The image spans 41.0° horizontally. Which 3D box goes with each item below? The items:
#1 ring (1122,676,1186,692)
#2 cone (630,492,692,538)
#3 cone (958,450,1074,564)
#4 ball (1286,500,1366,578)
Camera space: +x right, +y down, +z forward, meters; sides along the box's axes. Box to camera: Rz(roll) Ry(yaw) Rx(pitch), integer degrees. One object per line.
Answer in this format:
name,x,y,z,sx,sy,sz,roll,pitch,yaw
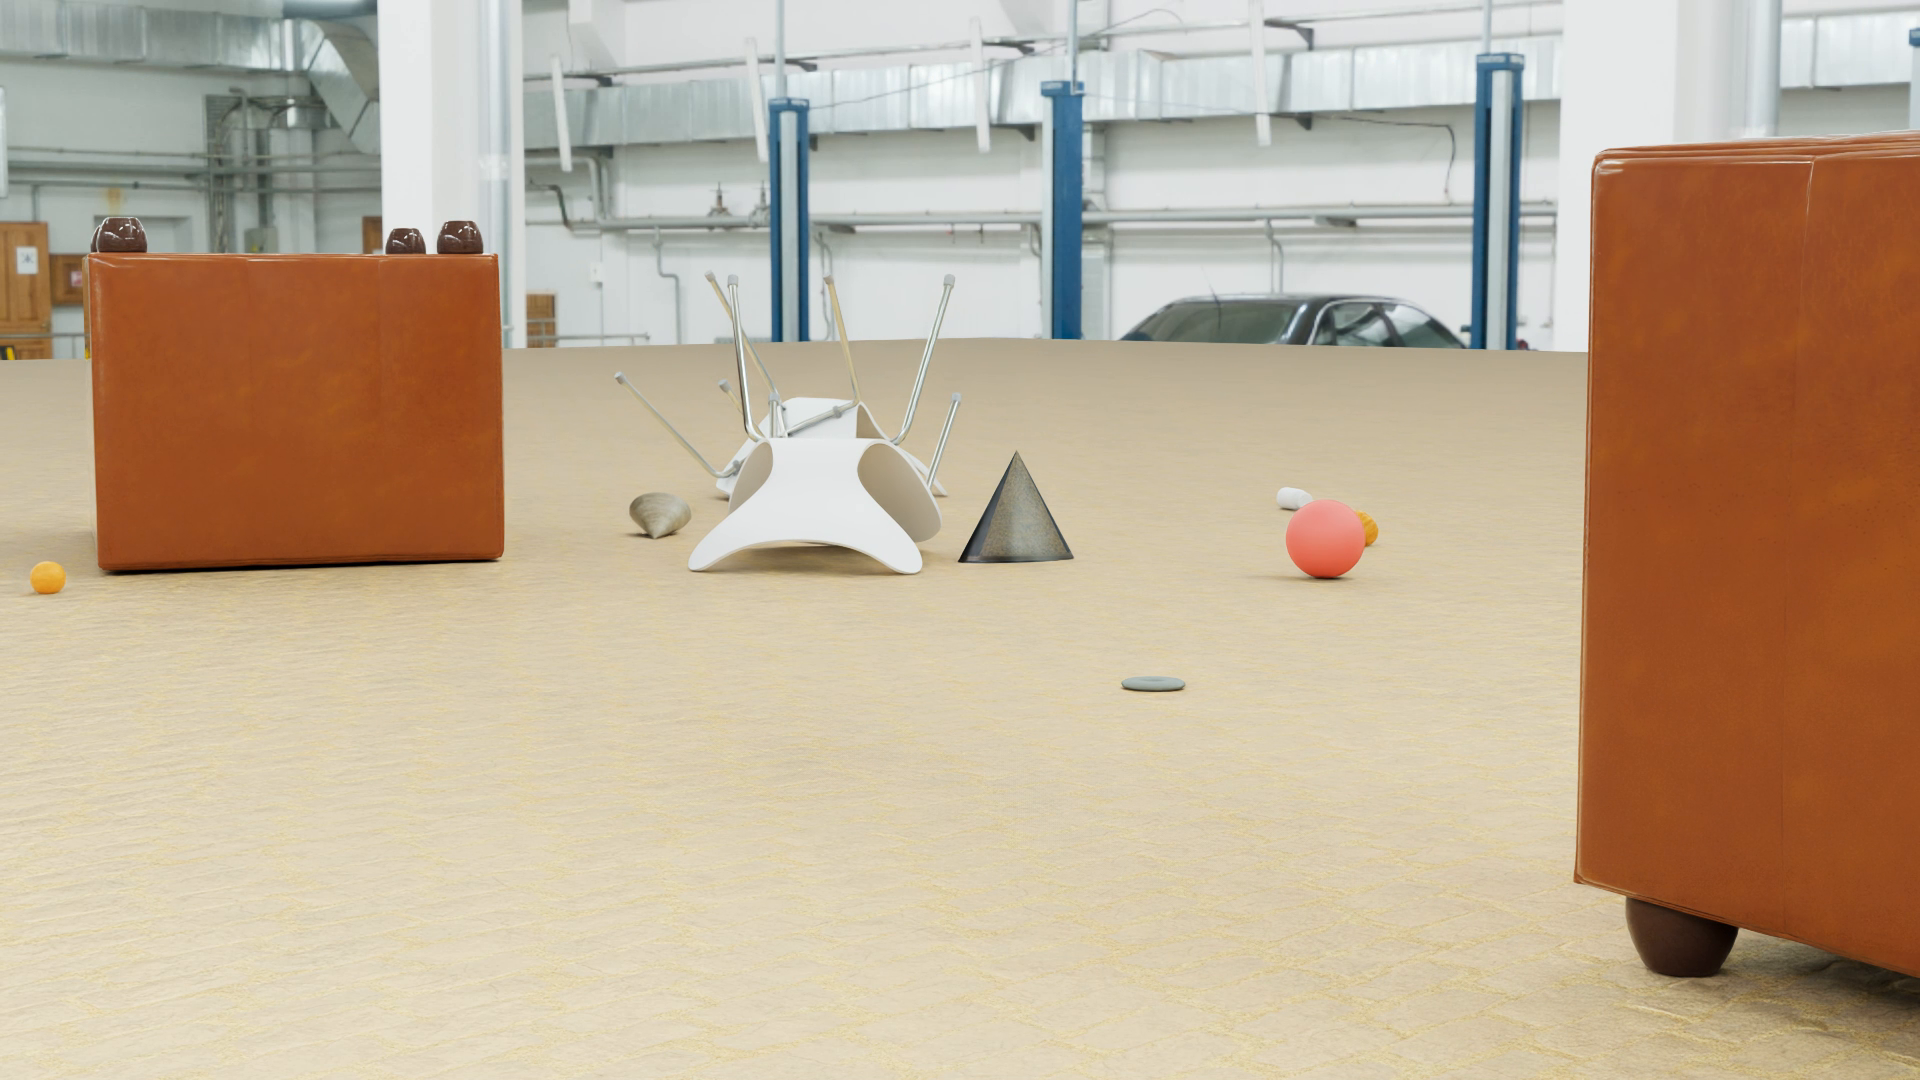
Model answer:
ring,0.309,0.230,4.105,0.103,0.016,0.078,1,6,9
cone,-0.767,-0.036,6.500,0.159,0.114,0.155,5,26,-3
cone,0.131,-0.081,5.948,0.289,0.256,0.115,-2,6,-20
ball,0.798,-0.003,5.594,0.173,0.173,0.173,0,6,0
